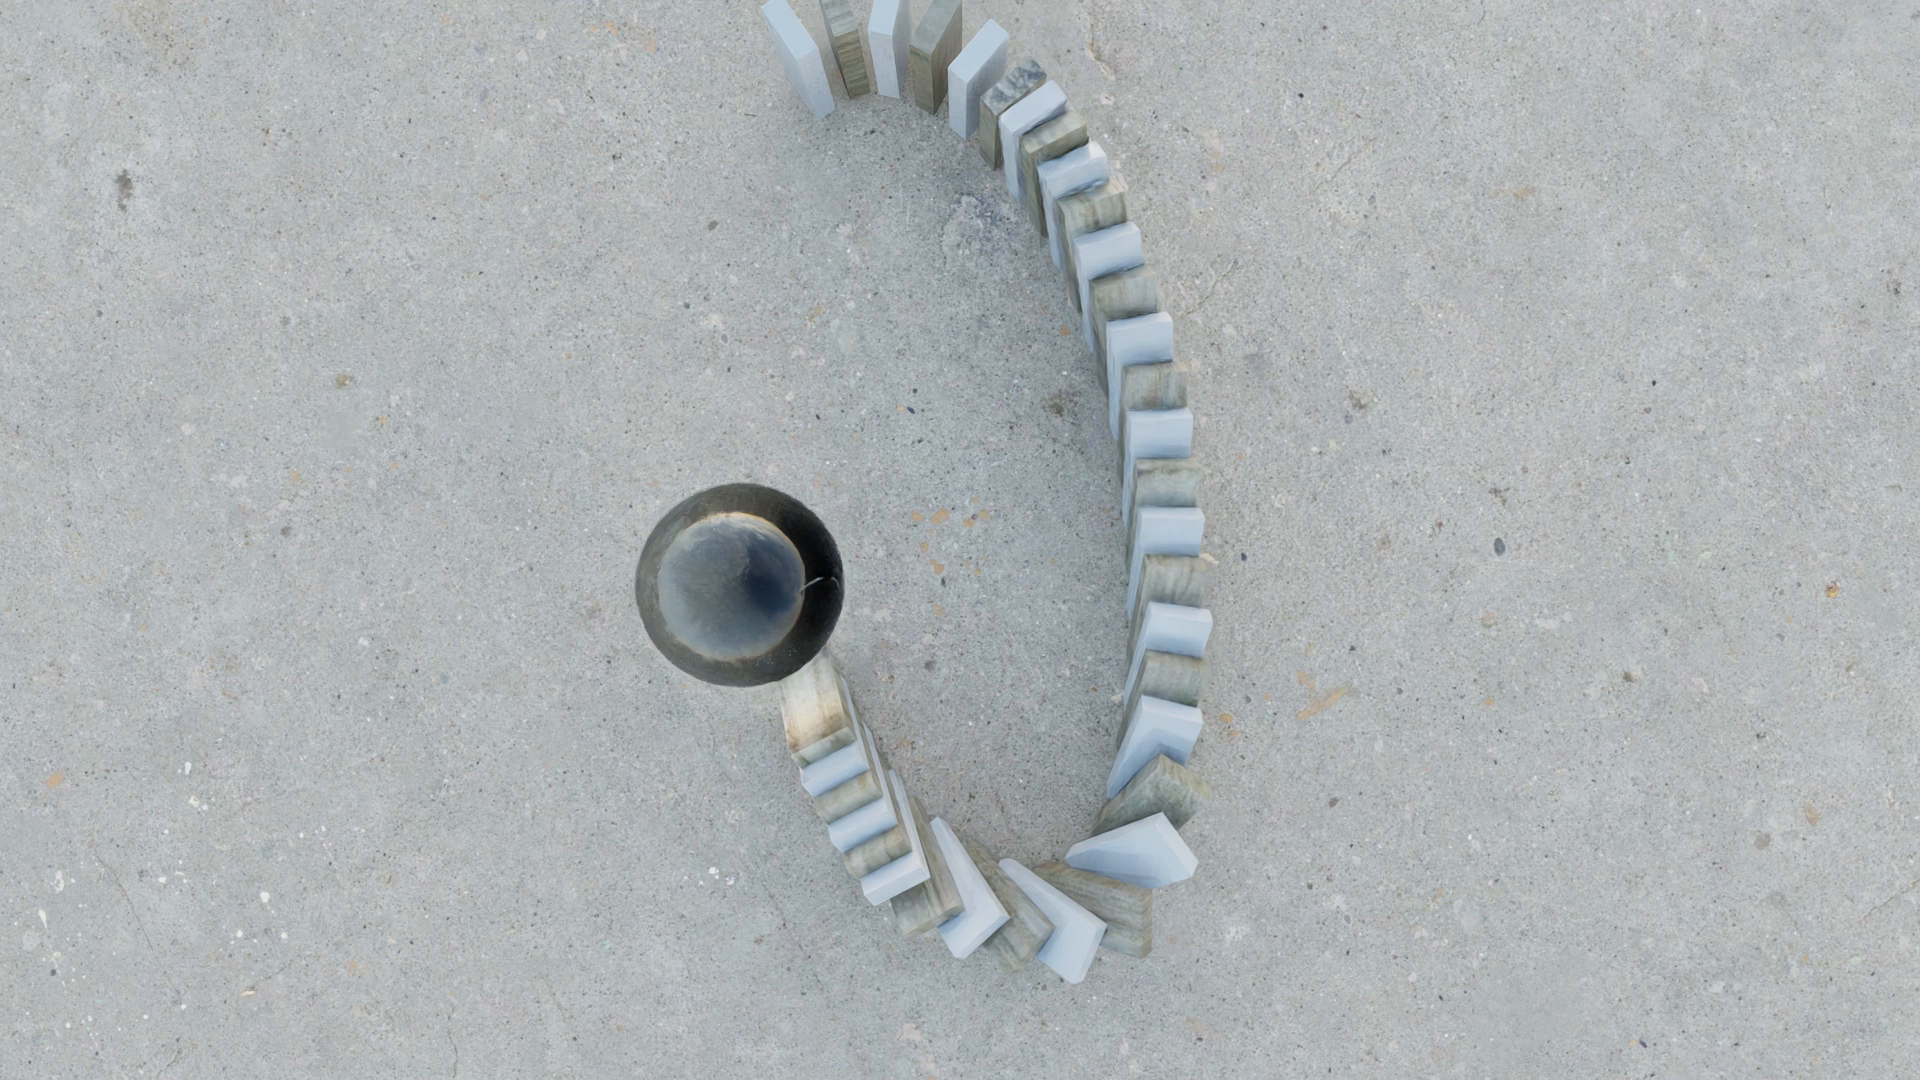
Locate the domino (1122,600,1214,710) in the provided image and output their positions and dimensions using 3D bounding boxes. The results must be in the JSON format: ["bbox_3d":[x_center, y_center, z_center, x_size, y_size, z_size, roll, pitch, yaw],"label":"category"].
[{"bbox_3d":[0.086,0.051,0.384,0.025,0.009,0.050,8,120,0],"label":"domino"}]

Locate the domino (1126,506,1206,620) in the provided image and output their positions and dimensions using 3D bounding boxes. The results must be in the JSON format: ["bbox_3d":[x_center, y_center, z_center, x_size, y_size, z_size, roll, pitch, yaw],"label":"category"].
[{"bbox_3d":[0.085,0.010,0.383,0.025,0.010,0.050,1,120,0],"label":"domino"}]

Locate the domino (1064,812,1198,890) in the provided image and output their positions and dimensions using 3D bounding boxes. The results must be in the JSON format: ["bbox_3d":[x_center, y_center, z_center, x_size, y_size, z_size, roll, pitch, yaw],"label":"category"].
[{"bbox_3d":[0.070,0.133,0.381,0.050,0.010,0.025,-36,90,37],"label":"domino"}]

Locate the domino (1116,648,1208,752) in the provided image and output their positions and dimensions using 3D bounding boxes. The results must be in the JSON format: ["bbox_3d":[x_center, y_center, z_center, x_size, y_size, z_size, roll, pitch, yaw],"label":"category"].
[{"bbox_3d":[0.084,0.070,0.384,0.025,0.010,0.050,10,120,0],"label":"domino"}]

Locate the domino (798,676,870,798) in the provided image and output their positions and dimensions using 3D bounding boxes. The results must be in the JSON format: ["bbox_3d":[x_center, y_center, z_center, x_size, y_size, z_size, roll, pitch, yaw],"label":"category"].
[{"bbox_3d":[-0.055,0.079,0.377,0.025,0.050,0.010,-27,129,0],"label":"domino"}]

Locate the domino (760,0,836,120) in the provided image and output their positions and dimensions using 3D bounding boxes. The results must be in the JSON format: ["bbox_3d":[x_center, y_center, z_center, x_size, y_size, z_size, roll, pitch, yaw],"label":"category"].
[{"bbox_3d":[-0.065,-0.196,0.375,0.009,0.050,0.025,-34,90,0],"label":"domino"}]

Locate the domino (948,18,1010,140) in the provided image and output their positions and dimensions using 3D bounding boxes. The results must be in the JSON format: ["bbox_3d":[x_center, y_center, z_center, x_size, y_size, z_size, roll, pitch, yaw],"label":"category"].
[{"bbox_3d":[0.007,-0.187,0.375,0.010,0.050,0.025,41,90,0],"label":"domino"}]

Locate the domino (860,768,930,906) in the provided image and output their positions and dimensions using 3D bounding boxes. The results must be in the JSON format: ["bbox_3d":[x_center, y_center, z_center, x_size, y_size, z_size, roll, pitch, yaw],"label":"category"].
[{"bbox_3d":[-0.031,0.121,0.378,0.025,0.050,0.010,-27,129,1],"label":"domino"}]

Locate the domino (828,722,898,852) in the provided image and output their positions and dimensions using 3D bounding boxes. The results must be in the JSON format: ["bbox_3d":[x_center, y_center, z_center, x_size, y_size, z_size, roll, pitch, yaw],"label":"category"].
[{"bbox_3d":[-0.044,0.100,0.378,0.025,0.050,0.010,-27,129,0],"label":"domino"}]

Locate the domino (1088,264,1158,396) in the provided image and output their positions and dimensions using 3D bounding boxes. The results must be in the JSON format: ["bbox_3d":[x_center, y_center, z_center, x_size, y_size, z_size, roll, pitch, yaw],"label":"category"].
[{"bbox_3d":[0.069,-0.086,0.381,0.025,0.009,0.050,-14,129,0],"label":"domino"}]

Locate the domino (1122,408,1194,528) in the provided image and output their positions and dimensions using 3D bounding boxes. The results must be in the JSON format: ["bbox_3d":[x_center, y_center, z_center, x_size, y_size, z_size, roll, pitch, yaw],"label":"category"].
[{"bbox_3d":[0.082,-0.029,0.383,0.025,0.009,0.050,-4,122,0],"label":"domino"}]

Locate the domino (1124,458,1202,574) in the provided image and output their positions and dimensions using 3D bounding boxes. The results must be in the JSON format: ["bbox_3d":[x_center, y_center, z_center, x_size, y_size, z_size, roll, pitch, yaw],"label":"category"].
[{"bbox_3d":[0.084,-0.010,0.383,0.025,0.009,0.050,-1,121,0],"label":"domino"}]

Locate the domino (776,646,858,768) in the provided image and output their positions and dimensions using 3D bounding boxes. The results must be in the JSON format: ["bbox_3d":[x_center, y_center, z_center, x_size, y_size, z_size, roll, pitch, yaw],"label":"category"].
[{"bbox_3d":[-0.060,0.067,0.378,0.025,0.050,0.009,-27,129,0],"label":"domino"}]

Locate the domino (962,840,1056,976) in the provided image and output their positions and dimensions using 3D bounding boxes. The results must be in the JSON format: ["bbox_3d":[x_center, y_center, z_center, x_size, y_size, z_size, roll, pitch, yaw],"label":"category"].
[{"bbox_3d":[0.013,0.152,0.382,0.050,0.009,0.025,39,90,34],"label":"domino"}]

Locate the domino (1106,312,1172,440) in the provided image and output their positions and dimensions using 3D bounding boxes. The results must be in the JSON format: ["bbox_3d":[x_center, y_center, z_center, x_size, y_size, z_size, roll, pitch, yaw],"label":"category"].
[{"bbox_3d":[0.075,-0.068,0.381,0.025,0.009,0.050,-10,126,0],"label":"domino"}]

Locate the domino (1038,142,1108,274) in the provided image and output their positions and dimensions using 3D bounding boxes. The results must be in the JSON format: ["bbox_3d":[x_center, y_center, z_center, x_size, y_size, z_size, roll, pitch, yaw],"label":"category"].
[{"bbox_3d":[0.048,-0.135,0.376,0.025,0.050,0.009,-23,58,0],"label":"domino"}]

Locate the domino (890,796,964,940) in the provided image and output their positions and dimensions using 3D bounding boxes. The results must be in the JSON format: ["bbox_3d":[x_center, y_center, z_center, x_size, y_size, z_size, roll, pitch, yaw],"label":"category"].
[{"bbox_3d":[-0.020,0.135,0.380,0.025,0.010,0.050,-31,51,3],"label":"domino"}]

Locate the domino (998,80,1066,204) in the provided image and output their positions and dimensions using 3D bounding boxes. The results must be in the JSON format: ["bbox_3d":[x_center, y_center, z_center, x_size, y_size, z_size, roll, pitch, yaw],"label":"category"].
[{"bbox_3d":[0.031,-0.161,0.375,0.025,0.050,0.009,-34,77,0],"label":"domino"}]

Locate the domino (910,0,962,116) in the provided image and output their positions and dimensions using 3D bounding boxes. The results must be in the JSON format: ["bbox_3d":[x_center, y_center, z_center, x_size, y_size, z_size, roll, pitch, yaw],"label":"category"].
[{"bbox_3d":[-0.009,-0.198,0.375,0.009,0.050,0.025,29,90,0],"label":"domino"}]

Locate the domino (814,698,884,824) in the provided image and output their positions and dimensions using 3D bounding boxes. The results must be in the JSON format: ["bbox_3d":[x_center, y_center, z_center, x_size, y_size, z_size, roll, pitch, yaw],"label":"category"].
[{"bbox_3d":[-0.050,0.089,0.378,0.025,0.050,0.010,-27,129,0],"label":"domino"}]

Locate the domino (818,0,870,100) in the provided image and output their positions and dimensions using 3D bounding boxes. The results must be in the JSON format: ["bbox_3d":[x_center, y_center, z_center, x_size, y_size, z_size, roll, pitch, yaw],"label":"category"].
[{"bbox_3d":[-0.048,-0.205,0.375,0.010,0.050,0.025,-20,90,0],"label":"domino"}]

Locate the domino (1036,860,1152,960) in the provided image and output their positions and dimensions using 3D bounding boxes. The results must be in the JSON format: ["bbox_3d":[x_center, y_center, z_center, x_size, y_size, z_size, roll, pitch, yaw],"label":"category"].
[{"bbox_3d":[0.055,0.153,0.381,0.050,0.010,0.025,2,91,37],"label":"domino"}]

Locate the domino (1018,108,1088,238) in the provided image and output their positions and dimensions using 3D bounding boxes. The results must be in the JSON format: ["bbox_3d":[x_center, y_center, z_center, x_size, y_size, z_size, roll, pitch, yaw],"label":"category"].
[{"bbox_3d":[0.040,-0.149,0.375,0.025,0.050,0.010,-28,67,0],"label":"domino"}]

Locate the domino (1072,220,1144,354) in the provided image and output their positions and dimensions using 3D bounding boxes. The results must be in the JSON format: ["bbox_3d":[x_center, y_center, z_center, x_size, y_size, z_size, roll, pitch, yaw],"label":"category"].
[{"bbox_3d":[0.063,-0.103,0.379,0.025,0.010,0.050,-17,134,0],"label":"domino"}]

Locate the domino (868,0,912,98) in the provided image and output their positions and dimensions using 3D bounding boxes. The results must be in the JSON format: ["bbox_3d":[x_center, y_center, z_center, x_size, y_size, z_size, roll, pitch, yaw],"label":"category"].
[{"bbox_3d":[-0.028,-0.206,0.375,0.009,0.050,0.025,13,90,0],"label":"domino"}]

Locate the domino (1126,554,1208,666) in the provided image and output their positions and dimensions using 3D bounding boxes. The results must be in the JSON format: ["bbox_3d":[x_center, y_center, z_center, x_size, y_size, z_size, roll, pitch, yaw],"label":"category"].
[{"bbox_3d":[0.086,0.030,0.383,0.025,0.009,0.050,4,120,0],"label":"domino"}]

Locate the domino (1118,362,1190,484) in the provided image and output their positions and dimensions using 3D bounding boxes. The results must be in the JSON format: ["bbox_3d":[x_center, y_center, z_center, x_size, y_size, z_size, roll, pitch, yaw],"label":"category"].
[{"bbox_3d":[0.080,-0.048,0.382,0.025,0.010,0.050,-4,124,0],"label":"domino"}]

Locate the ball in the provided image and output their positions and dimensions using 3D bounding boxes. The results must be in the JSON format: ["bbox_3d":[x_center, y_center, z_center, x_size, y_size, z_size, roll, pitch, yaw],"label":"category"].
[{"bbox_3d":[-0.085,0.018,0.360,0.080,0.080,0.080,0,90,0],"label":"ball"}]

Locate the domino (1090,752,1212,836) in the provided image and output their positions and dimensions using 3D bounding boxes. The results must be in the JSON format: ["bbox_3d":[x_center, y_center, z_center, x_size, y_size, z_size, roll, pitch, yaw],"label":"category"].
[{"bbox_3d":[0.079,0.113,0.382,0.025,0.010,0.050,33,123,0],"label":"domino"}]

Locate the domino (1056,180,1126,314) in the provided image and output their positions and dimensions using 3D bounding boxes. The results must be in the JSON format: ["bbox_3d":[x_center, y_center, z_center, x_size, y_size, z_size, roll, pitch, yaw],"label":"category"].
[{"bbox_3d":[0.056,-0.120,0.378,0.025,0.050,0.009,-19,50,0],"label":"domino"}]

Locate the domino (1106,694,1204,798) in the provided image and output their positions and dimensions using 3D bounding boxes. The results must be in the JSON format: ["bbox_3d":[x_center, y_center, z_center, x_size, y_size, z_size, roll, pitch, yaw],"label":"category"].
[{"bbox_3d":[0.081,0.090,0.384,0.025,0.010,0.050,14,120,0],"label":"domino"}]

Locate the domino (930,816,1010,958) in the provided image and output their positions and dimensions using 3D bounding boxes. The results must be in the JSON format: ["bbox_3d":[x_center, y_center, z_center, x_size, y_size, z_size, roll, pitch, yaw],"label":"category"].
[{"bbox_3d":[-0.004,0.144,0.381,0.025,0.009,0.050,-42,52,0],"label":"domino"}]

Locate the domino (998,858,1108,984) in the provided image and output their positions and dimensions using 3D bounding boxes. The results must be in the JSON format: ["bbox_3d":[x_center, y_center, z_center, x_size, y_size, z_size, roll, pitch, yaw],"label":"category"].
[{"bbox_3d":[0.034,0.158,0.382,0.050,0.009,0.025,24,91,35],"label":"domino"}]

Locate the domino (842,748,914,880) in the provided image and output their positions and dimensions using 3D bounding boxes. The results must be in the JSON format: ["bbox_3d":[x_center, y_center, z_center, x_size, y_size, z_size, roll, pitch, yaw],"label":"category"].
[{"bbox_3d":[-0.039,0.111,0.378,0.025,0.050,0.010,-28,129,0],"label":"domino"}]

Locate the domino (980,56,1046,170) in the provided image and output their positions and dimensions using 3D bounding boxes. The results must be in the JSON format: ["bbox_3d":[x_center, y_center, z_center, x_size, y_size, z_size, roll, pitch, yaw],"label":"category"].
[{"bbox_3d":[0.021,-0.173,0.375,0.025,0.050,0.009,-39,88,0],"label":"domino"}]
